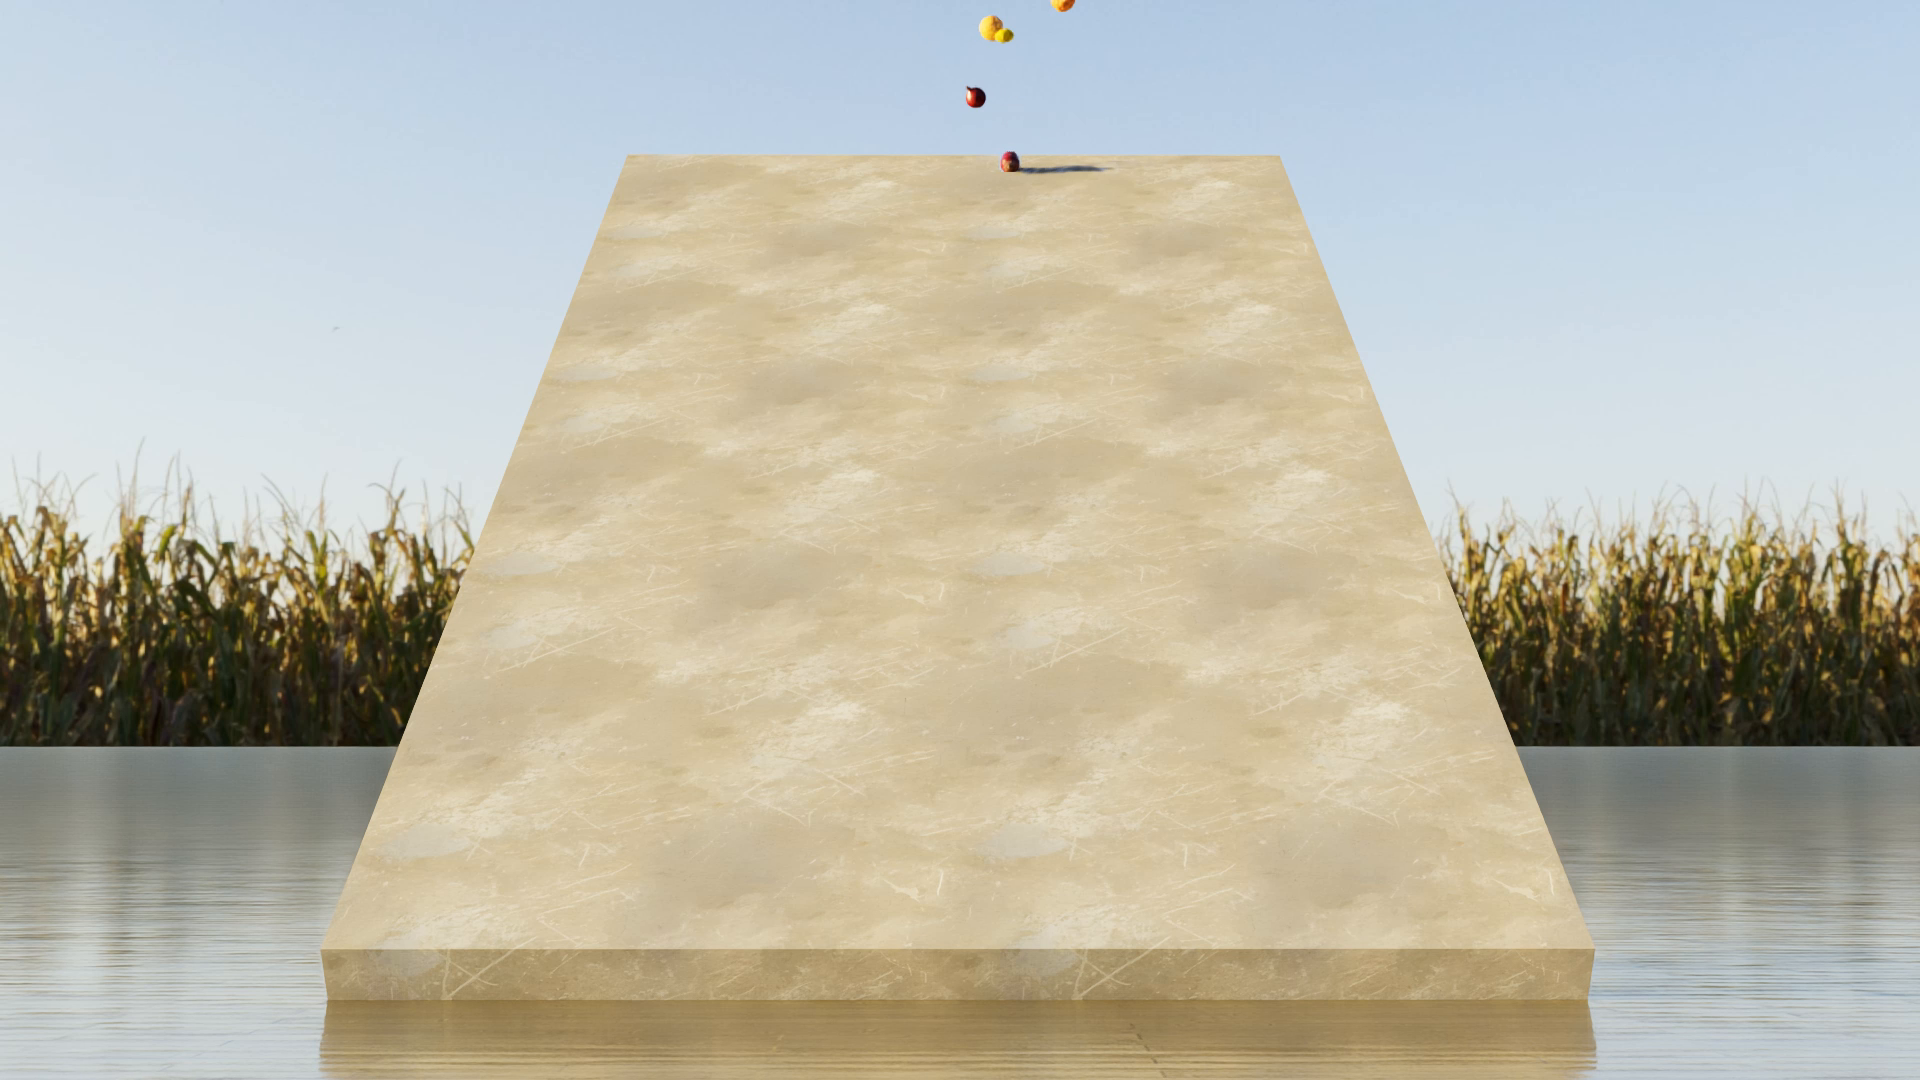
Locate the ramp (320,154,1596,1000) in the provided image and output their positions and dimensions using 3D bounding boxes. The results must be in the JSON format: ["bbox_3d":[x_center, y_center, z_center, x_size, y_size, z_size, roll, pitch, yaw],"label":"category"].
[{"bbox_3d":[-0.011,-0.226,5.525,2.000,0.100,4.000,0,27,0],"label":"ramp"}]
